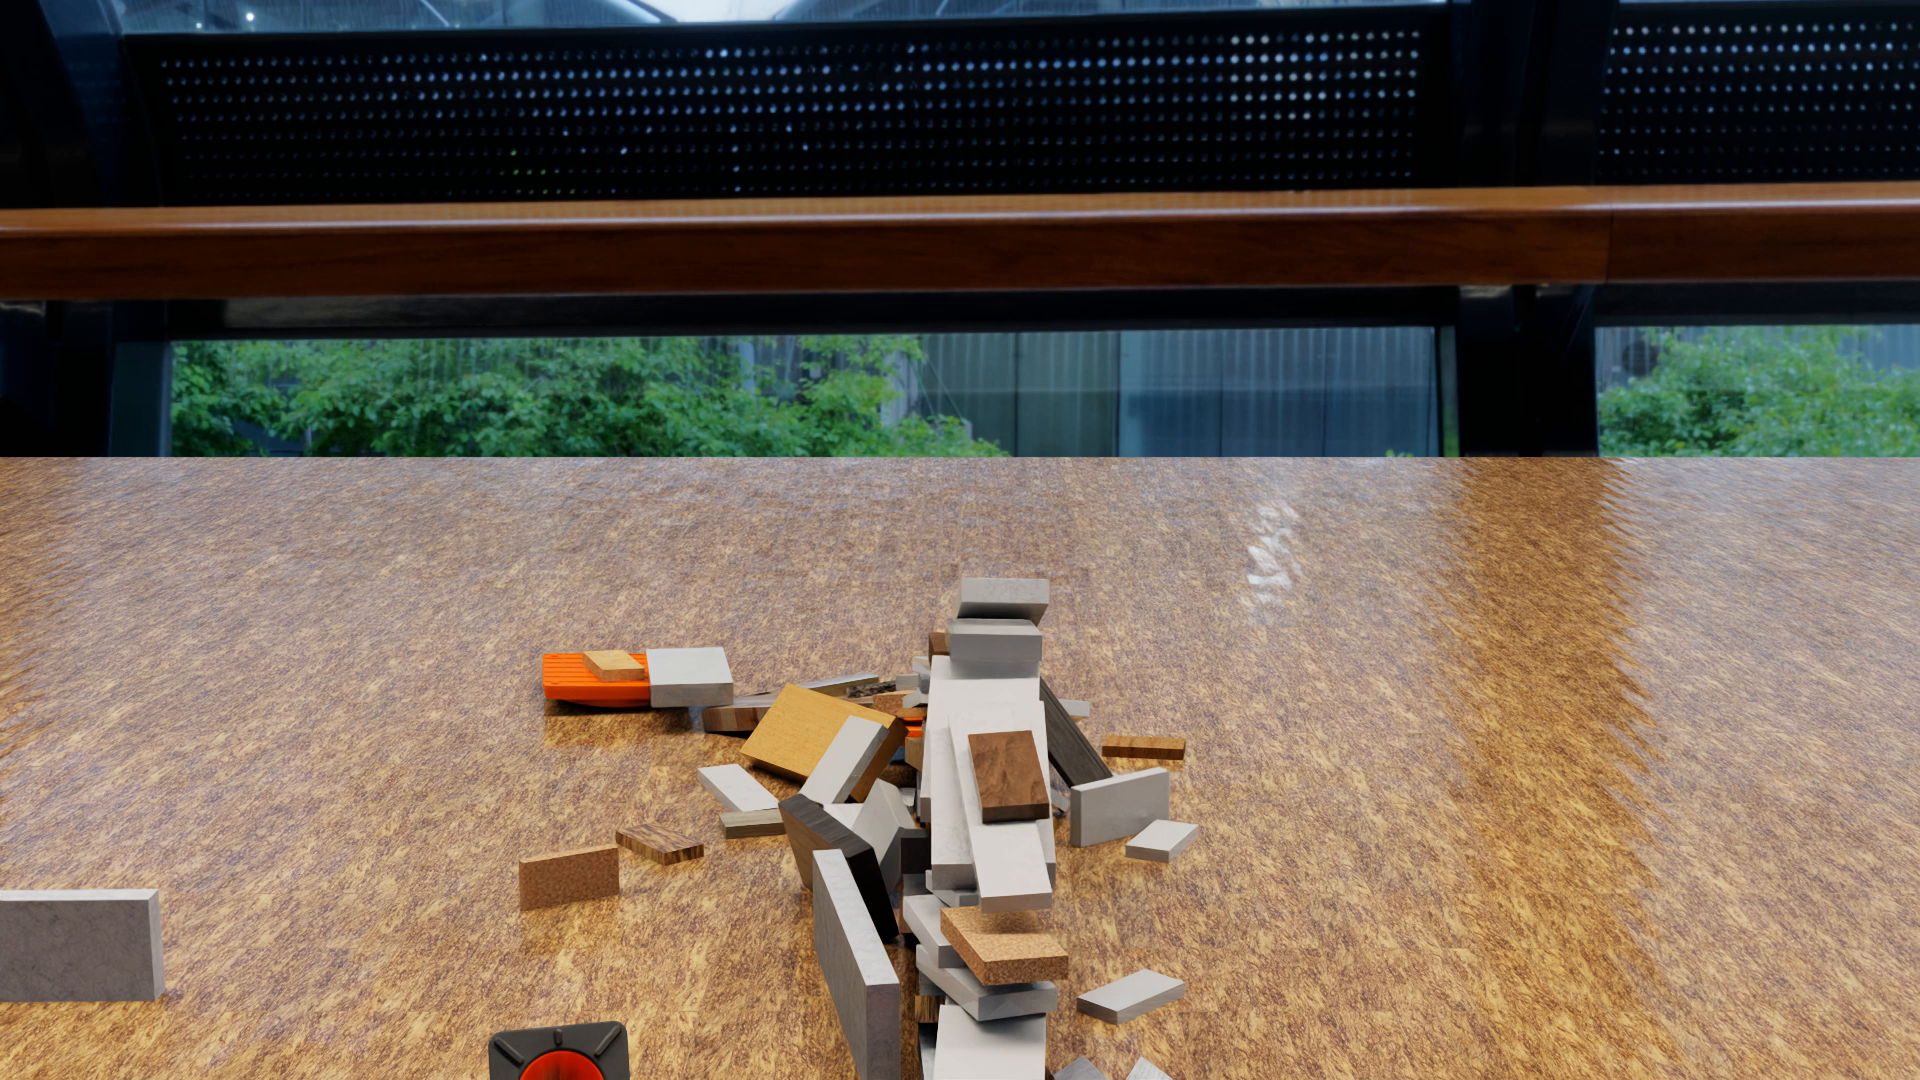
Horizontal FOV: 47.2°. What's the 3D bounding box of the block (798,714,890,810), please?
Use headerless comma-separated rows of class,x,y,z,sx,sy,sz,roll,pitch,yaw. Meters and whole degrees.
block,-0.220,0.423,4.157,0.094,0.027,0.188,11,60,45

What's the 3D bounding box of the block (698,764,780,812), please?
block,-0.419,0.481,4.190,0.082,0.023,0.304,-4,11,-22

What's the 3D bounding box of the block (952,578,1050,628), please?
block,0.063,0.110,3.587,0.138,0.039,0.276,1,-13,-3

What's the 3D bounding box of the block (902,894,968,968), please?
block,-0.001,0.516,2.921,0.107,0.030,0.214,-1,8,-14

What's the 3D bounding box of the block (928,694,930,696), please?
block,-0.023,0.262,3.809,0.058,0.016,0.116,0,1,-11

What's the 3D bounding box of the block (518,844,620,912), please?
block,-0.644,0.556,3.629,0.164,0.082,0.023,-6,12,-29

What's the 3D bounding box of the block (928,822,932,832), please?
block,-0.005,0.389,3.277,0.086,0.024,0.173,0,-32,0

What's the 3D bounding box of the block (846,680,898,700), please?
block,-0.175,0.307,4.516,0.114,0.016,0.057,-9,5,-4

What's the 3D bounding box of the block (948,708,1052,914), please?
block,0.049,0.354,2.946,0.089,0.025,0.438,-3,28,-5

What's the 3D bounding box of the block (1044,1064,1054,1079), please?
block,0.097,0.708,2.874,0.048,0.014,0.096,-32,0,-6

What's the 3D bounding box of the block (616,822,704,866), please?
block,-0.532,0.537,3.891,0.081,0.023,0.163,-9,14,-39

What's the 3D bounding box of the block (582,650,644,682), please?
block,-0.776,0.281,4.921,0.094,0.027,0.188,-1,10,-23

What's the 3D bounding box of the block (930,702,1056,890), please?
block,0.042,0.350,3.060,0.164,0.047,0.343,-1,34,-1

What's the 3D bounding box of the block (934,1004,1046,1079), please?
block,0.034,0.658,2.646,0.133,0.038,0.266,3,24,2

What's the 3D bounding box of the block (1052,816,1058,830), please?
block,0.132,0.510,4.052,0.058,0.016,0.116,-4,11,-21

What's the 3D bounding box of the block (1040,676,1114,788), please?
block,0.179,0.362,4.156,0.080,0.303,0.023,-31,-10,-30

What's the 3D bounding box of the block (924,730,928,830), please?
block,0.009,0.409,3.543,0.131,0.037,0.454,-1,-27,-1

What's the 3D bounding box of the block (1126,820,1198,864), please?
block,0.360,0.534,3.906,0.080,0.023,0.160,5,12,24

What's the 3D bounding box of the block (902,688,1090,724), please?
block,0.069,0.320,4.210,0.343,0.030,0.105,6,-17,-19

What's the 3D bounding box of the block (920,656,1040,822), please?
block,0.033,0.290,3.232,0.164,0.047,0.328,1,34,2

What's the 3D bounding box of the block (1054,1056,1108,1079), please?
block,0.148,0.693,2.744,0.077,0.022,0.290,-32,-2,-7

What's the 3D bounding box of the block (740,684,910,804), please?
block,-0.268,0.394,4.298,0.345,0.049,0.172,12,60,48

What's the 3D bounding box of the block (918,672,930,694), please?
block,-0.025,0.243,3.751,0.086,0.024,0.173,1,1,-3

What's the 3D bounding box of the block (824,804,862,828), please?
block,-0.204,0.522,3.974,0.081,0.023,0.228,-1,11,-4

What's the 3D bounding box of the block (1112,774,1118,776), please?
block,0.301,0.473,4.265,0.045,0.013,0.090,-5,11,-23

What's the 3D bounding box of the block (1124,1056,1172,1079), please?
block,0.216,0.734,2.638,0.122,0.035,0.335,35,19,10

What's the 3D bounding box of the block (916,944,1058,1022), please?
block,0.032,0.561,2.825,0.107,0.030,0.214,-3,9,-22

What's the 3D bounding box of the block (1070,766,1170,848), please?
block,0.289,0.481,3.965,0.211,0.105,0.030,-8,13,-36

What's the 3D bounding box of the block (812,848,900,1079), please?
block,-0.154,0.606,3.153,0.044,0.156,0.556,-2,11,-11

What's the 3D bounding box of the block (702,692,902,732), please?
block,-0.303,0.352,4.590,0.475,0.049,0.172,-5,6,35

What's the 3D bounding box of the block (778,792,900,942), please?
block,-0.199,0.528,3.556,0.044,0.156,0.312,-22,18,-20

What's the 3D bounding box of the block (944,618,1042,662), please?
block,0.050,0.154,3.440,0.138,0.039,0.276,1,3,-2
